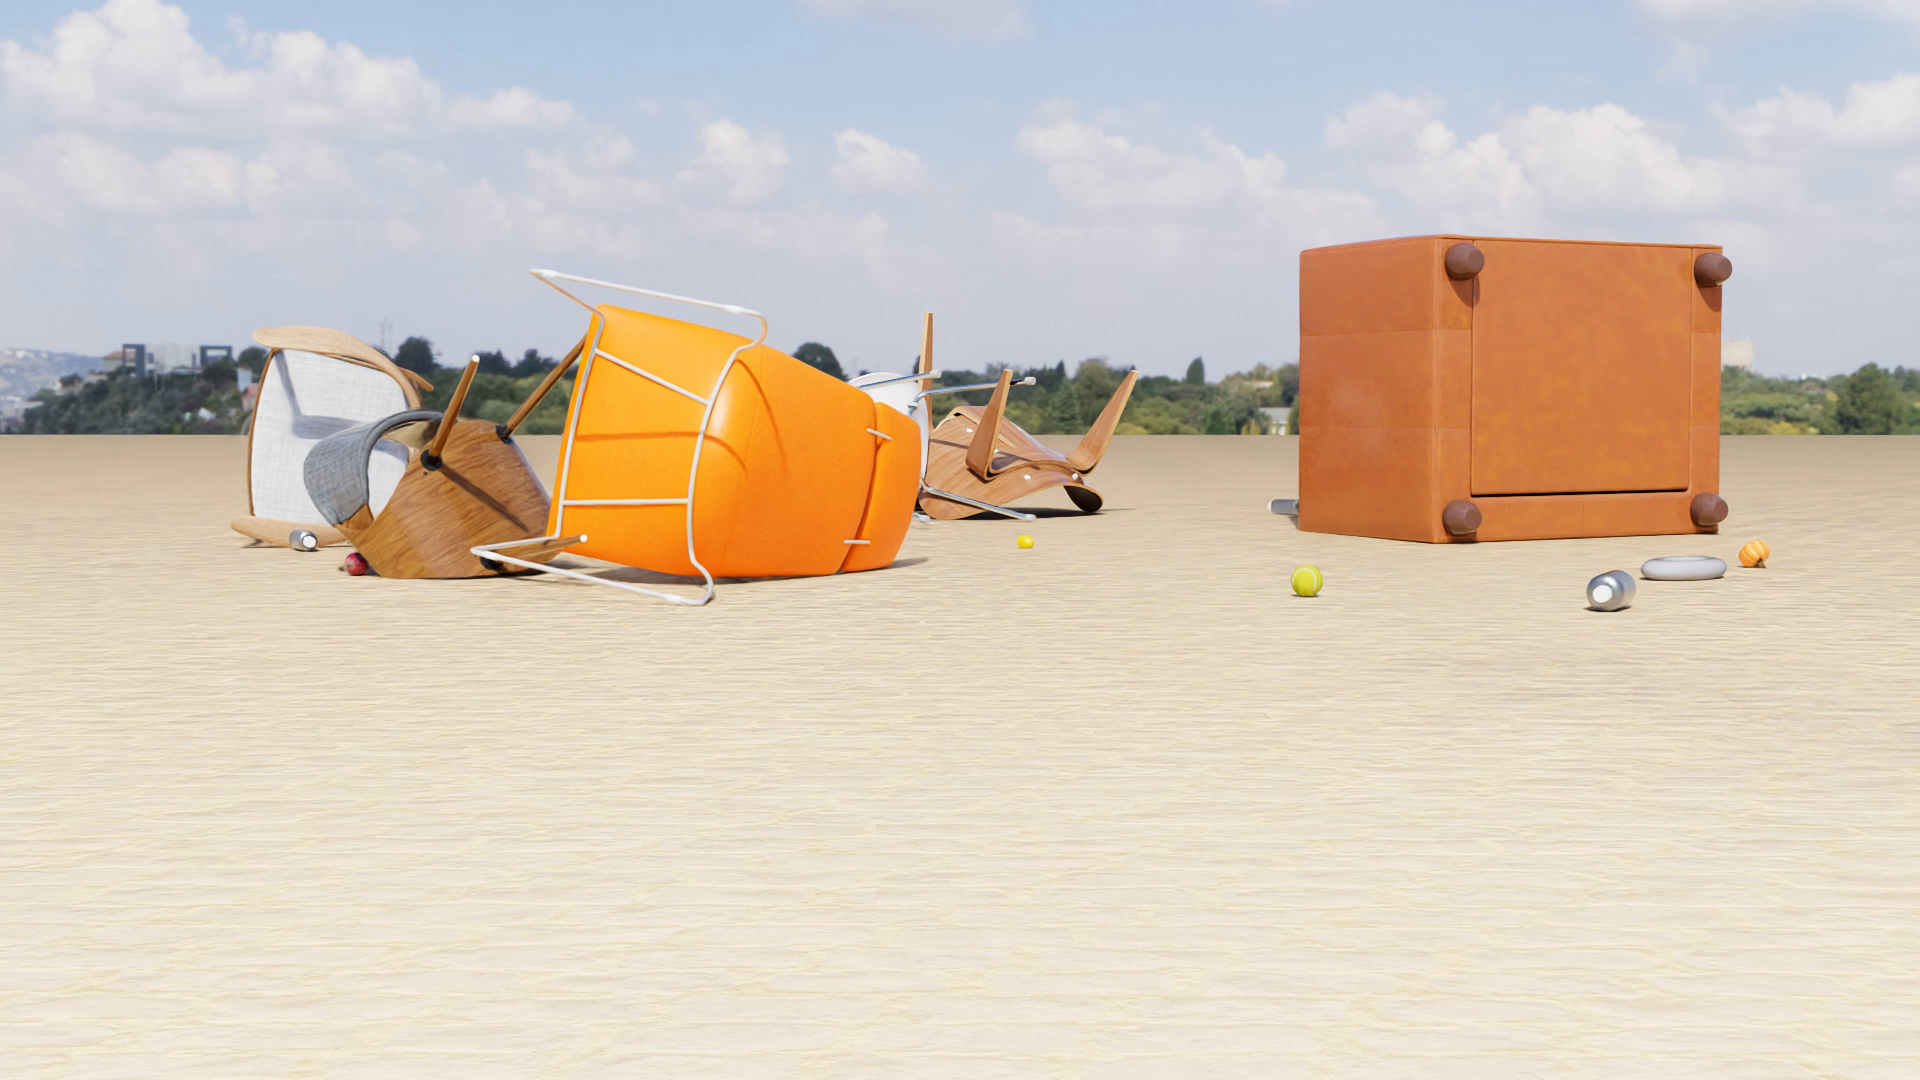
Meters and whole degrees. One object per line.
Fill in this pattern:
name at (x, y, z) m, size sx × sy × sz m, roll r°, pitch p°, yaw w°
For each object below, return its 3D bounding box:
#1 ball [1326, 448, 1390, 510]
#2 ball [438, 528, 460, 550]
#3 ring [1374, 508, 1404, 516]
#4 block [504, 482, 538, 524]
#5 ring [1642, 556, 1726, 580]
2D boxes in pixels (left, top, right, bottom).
ball at (1.468, -0.225, 8.114) m, size 0.234 × 0.234 × 0.234 m, roll 0°, pitch 4°, yaw 0°
ball at (-1.420, -0.001, 6.119) m, size 0.060 × 0.060 × 0.060 m, roll 0°, pitch 4°, yaw 0°
ring at (1.530, -0.101, 7.823) m, size 0.102 × 0.026 × 0.137 m, roll 4°, pitch 5°, yaw 35°
block at (-1.472, -0.125, 7.385) m, size 0.093 × 0.134 × 0.088 m, roll -2°, pitch 4°, yaw -25°
ring at (1.717, 0.068, 5.216) m, size 0.259 × 0.048 × 0.142 m, roll -3°, pitch 6°, yaw -34°
